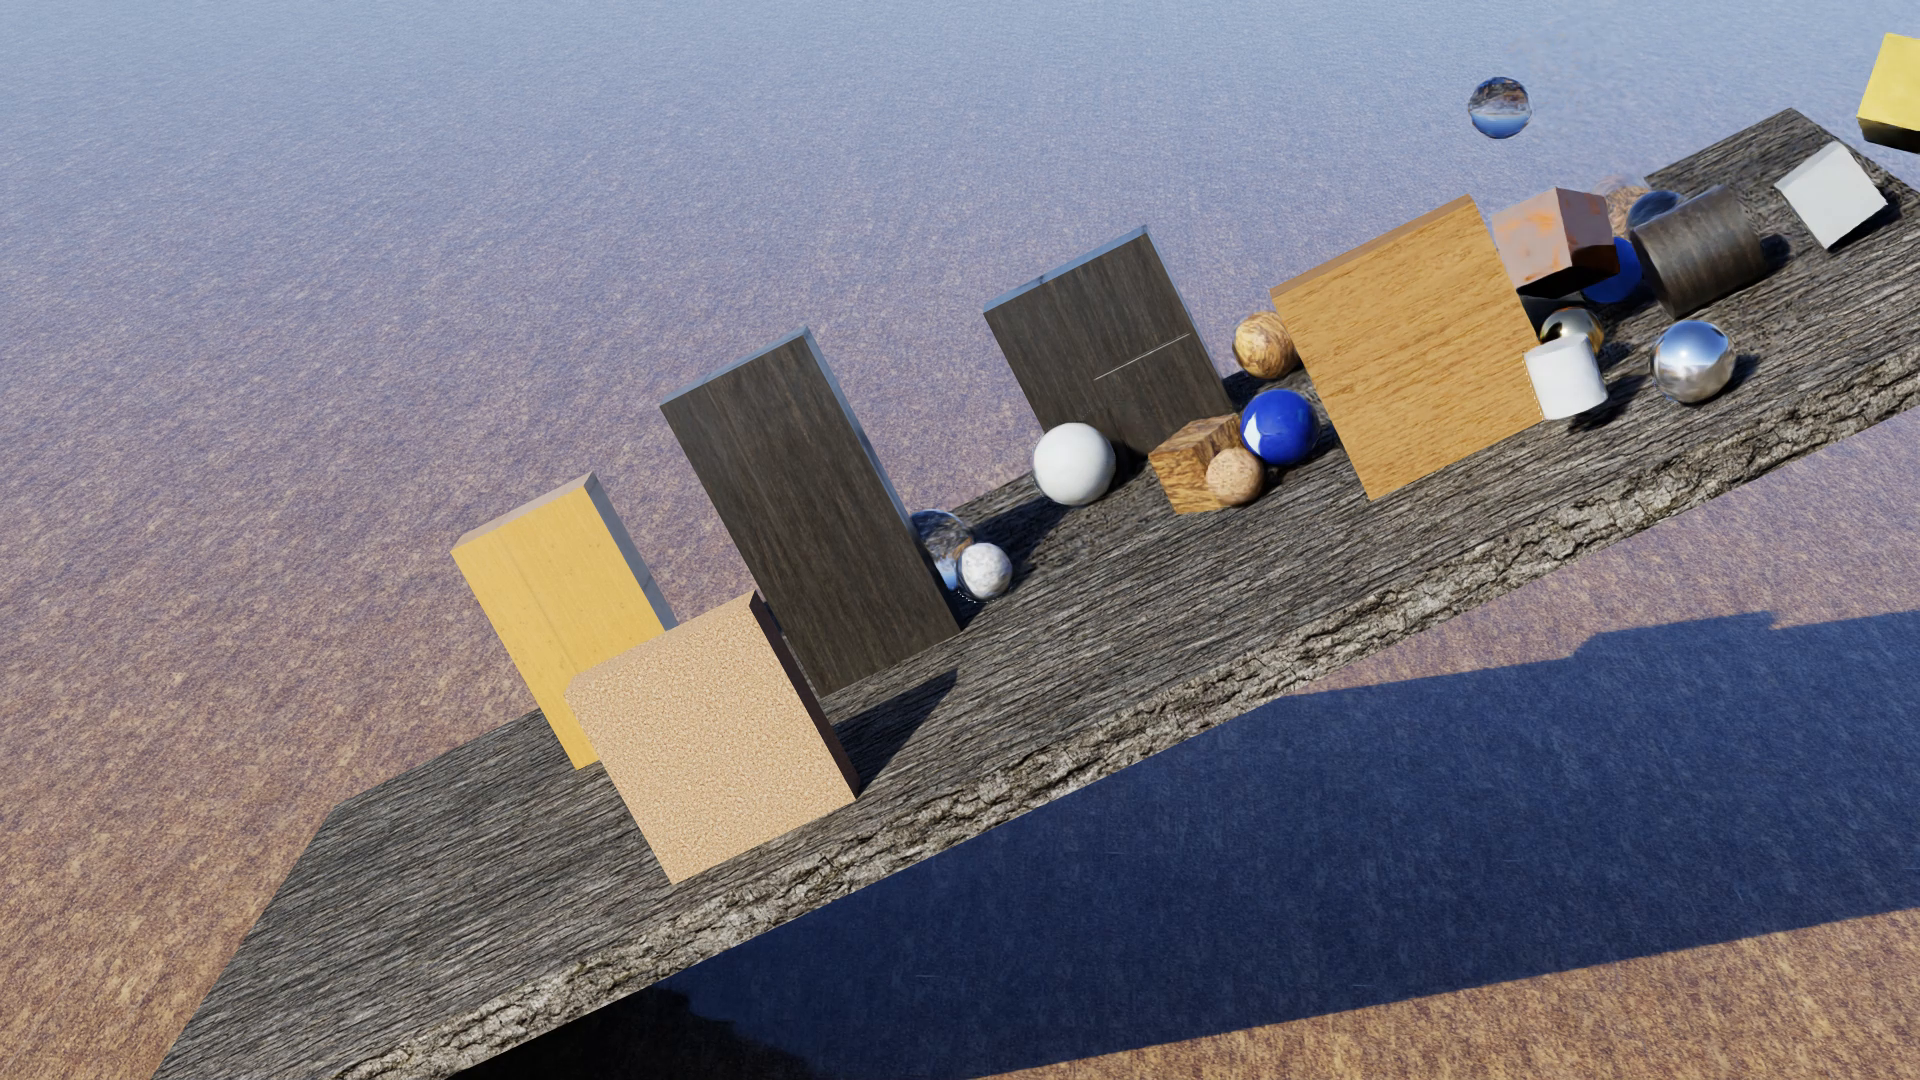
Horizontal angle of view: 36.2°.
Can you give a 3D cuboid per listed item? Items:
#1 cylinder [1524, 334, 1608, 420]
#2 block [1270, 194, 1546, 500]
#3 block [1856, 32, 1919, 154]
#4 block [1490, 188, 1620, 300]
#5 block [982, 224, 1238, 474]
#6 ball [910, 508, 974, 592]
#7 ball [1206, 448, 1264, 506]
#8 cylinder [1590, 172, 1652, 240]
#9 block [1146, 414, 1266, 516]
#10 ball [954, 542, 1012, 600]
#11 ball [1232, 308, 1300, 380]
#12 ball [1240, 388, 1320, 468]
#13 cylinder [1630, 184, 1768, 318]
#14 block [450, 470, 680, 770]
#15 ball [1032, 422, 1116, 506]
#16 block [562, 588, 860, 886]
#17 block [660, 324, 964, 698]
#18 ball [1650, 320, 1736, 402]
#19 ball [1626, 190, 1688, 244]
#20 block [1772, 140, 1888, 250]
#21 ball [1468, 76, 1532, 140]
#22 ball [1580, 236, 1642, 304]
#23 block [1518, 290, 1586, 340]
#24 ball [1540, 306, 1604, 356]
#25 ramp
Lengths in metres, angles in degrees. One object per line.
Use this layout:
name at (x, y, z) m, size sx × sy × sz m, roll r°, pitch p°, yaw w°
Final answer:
cylinder at (1.113, -0.301, 5.403) m, size 0.122 × 0.122 × 0.122 m, roll -20°, pitch 10°, yaw 4°
block at (0.881, -0.368, 5.641) m, size 0.418 × 0.444 × 0.091 m, roll -26°, pitch 14°, yaw 10°
block at (1.793, -0.826, 5.497) m, size 0.167 × 0.167 × 0.167 m, roll 19°, pitch -1°, yaw 24°
block at (1.185, -0.589, 5.852) m, size 0.162 × 0.162 × 0.162 m, roll 2°, pitch -17°, yaw -42°
block at (0.348, -0.418, 6.788) m, size 0.417 × 0.475 × 0.108 m, roll -26°, pitch 14°, yaw 10°
ball at (-0.063, 0.027, 6.560) m, size 0.194 × 0.194 × 0.194 m, roll 0°, pitch 17°, yaw 0°
ball at (0.568, -0.130, 6.068) m, size 0.120 × 0.120 × 0.120 m, roll 0°, pitch 17°, yaw 0°
cylinder at (1.449, -0.710, 6.407) m, size 0.153 × 0.153 × 0.153 m, roll 1°, pitch 18°, yaw 4°
block at (0.521, -0.159, 6.207) m, size 0.148 × 0.148 × 0.148 m, roll -37°, pitch 16°, yaw -32°
ball at (0.051, 0.068, 6.338) m, size 0.125 × 0.125 × 0.125 m, roll 0°, pitch 17°, yaw 0°
ball at (0.720, -0.457, 6.868) m, size 0.166 × 0.166 × 0.166 m, roll 0°, pitch 17°, yaw 0°
ball at (0.666, -0.234, 6.128) m, size 0.164 × 0.164 × 0.164 m, roll 0°, pitch 17°, yaw 0°
cylinder at (1.452, -0.567, 5.787) m, size 0.196 × 0.196 × 0.196 m, roll -26°, pitch 15°, yaw 7°
block at (-0.853, 0.185, 6.689) m, size 0.345 × 0.584 × 0.127 m, roll -26°, pitch 14°, yaw 10°
ball at (0.259, -0.172, 6.671) m, size 0.190 × 0.190 × 0.190 m, roll 0°, pitch 17°, yaw 0°
block at (-0.467, 0.375, 5.576) m, size 0.397 × 0.429 × 0.105 m, roll -26°, pitch 14°, yaw 10°
block at (-0.309, -0.055, 6.220) m, size 0.339 × 0.720 × 0.096 m, roll -26°, pitch 14°, yaw 10°
ball at (1.311, -0.320, 5.261) m, size 0.150 × 0.150 × 0.150 m, roll 0°, pitch 17°, yaw 0°
ball at (1.476, -0.662, 6.187) m, size 0.149 × 0.149 × 0.149 m, roll 0°, pitch 17°, yaw 0°
block at (1.691, -0.673, 5.720) m, size 0.143 × 0.143 × 0.143 m, roll -37°, pitch 3°, yaw 14°
ball at (1.054, -0.843, 5.736) m, size 0.122 × 0.122 × 0.122 m, roll 0°, pitch 17°, yaw 0°
ball at (1.334, -0.556, 6.052) m, size 0.140 × 0.140 × 0.140 m, roll 0°, pitch 17°, yaw 0°
block at (1.193, -0.517, 6.157) m, size 0.171 × 0.171 × 0.171 m, roll -26°, pitch 14°, yaw 6°
ball at (1.182, -0.393, 5.683) m, size 0.120 × 0.120 × 0.120 m, roll 0°, pitch 17°, yaw 0°
ramp at (0.139, 0.168, 6.281) m, size 4.000 × 0.100 × 2.000 m, roll -26°, pitch 14°, yaw 10°
